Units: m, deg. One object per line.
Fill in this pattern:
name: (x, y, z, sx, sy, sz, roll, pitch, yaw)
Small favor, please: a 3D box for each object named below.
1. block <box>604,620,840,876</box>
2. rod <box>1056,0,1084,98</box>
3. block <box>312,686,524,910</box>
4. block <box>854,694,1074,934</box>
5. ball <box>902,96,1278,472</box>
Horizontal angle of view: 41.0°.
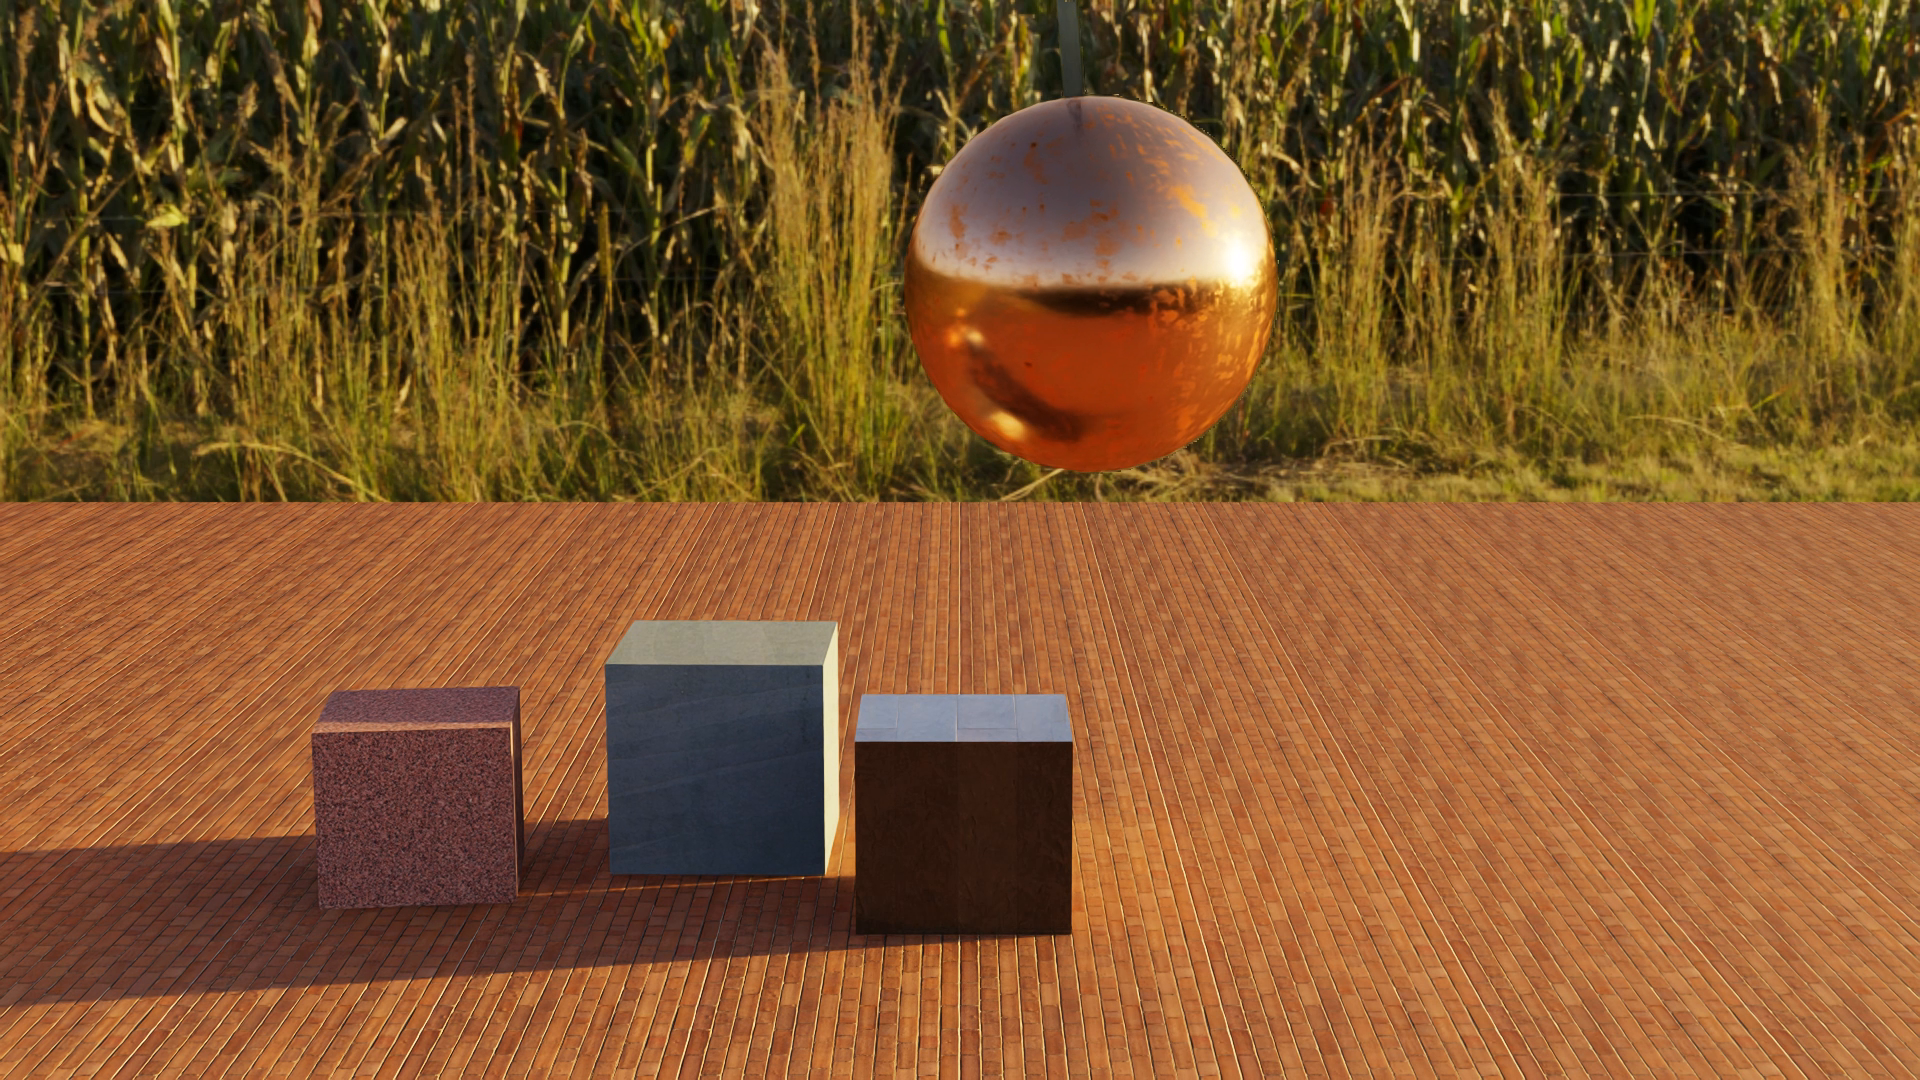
block: (-1.066, 0.934, 11.750, 0.958, 0.957, 0.912, 0, 10, 1)
rod: (0.241, -4.423, 10.376, 0.080, 5.200, 0.080, -5, 10, 1)
block: (-2.359, 1.116, 11.261, 0.827, 0.774, 0.752, -1, 10, -7)
block: (0.015, 1.154, 10.921, 0.891, 0.823, 0.804, 0, 10, 0)
ball: (0.556, -1.092, 10.982, 1.600, 1.600, 1.600, 0, 10, 0)
